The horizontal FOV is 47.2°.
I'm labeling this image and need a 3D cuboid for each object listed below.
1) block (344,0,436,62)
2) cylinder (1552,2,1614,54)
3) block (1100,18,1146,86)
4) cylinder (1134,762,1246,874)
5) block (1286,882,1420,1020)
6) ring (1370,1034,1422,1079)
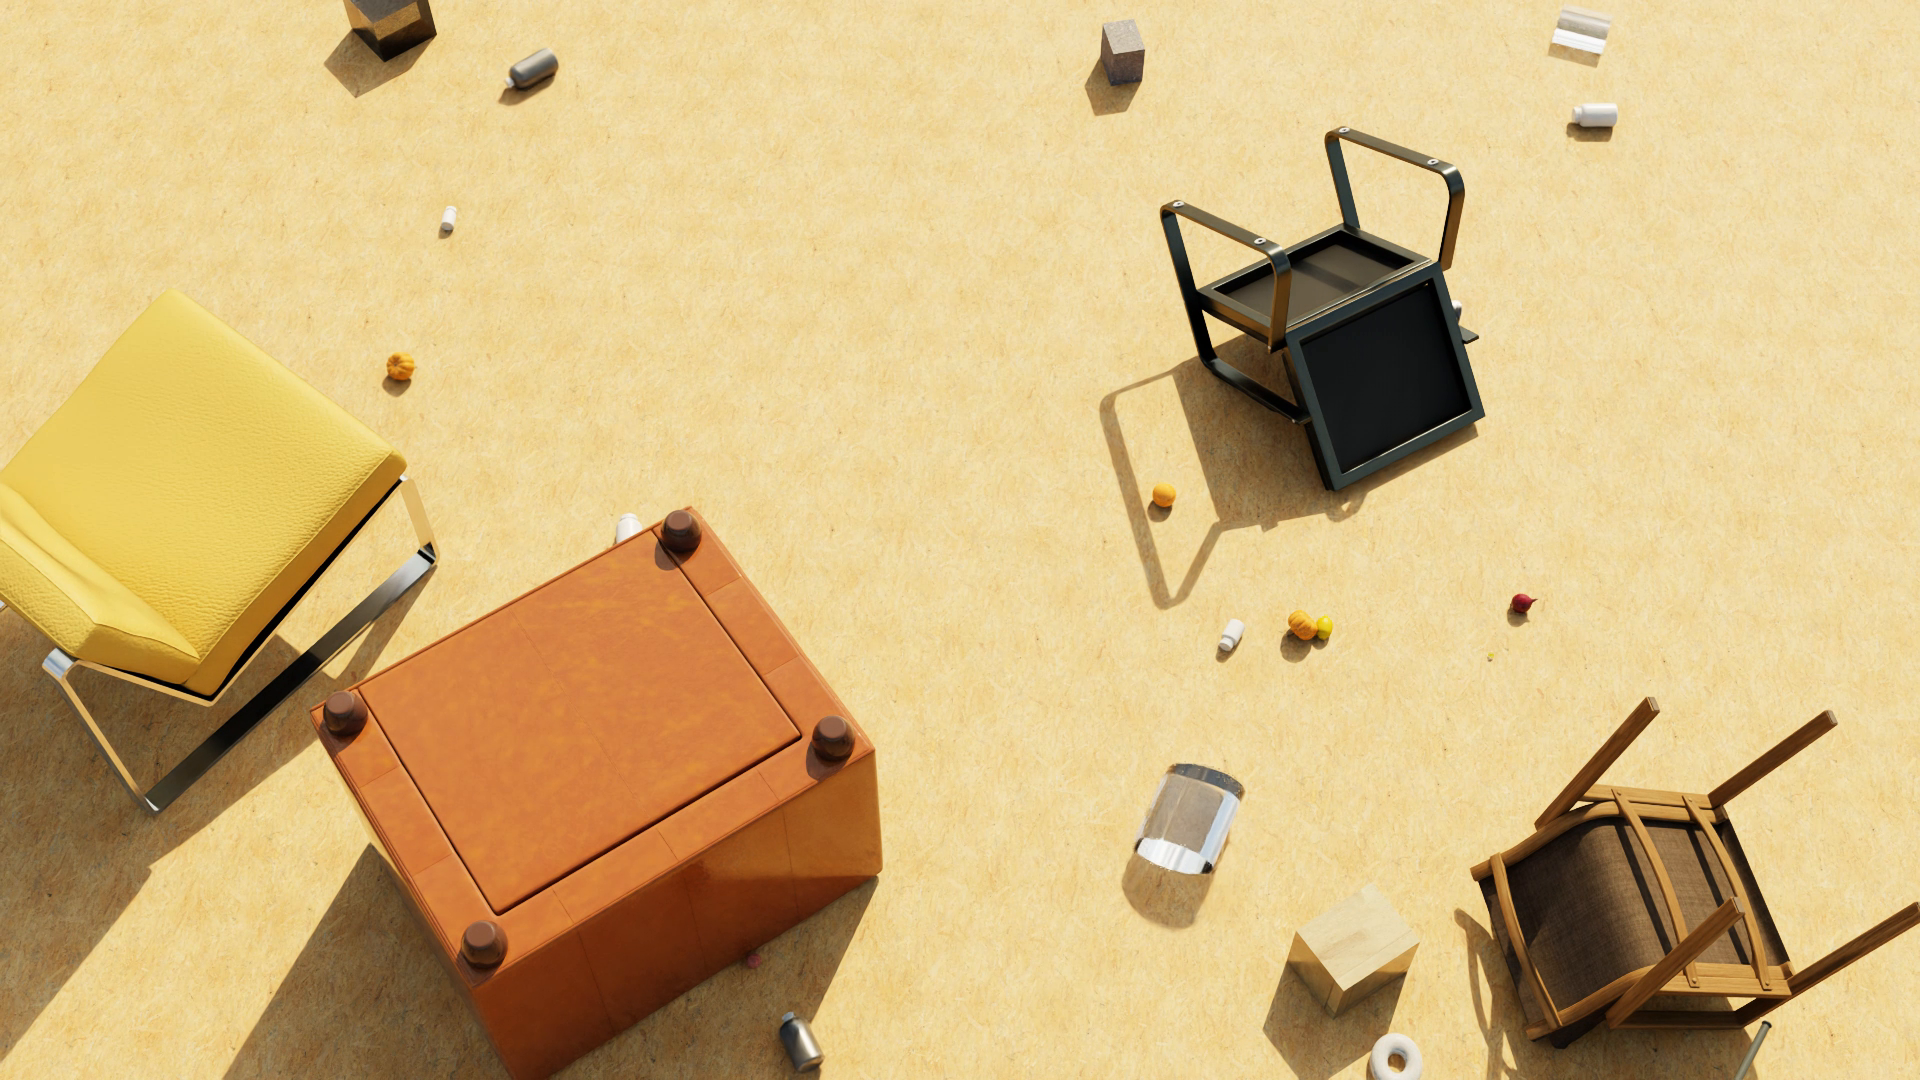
[{"bbox_3d":[-2.001,-1.849,7.706,0.218,0.180,0.220,-35,63,-21],"label":"block"},{"bbox_3d":[2.192,-1.801,7.739,0.176,0.072,0.192,17,60,11],"label":"cylinder"},{"bbox_3d":[0.563,-1.689,7.617,0.112,0.150,0.153,-10,57,-7],"label":"block"},{"bbox_3d":[0.623,0.756,5.970,0.232,0.152,0.252,11,55,28],"label":"cylinder"},{"bbox_3d":[1.024,1.072,5.736,0.251,0.197,0.197,-28,61,-18],"label":"block"},{"bbox_3d":[1.121,1.344,5.647,0.136,0.043,0.161,7,57,3],"label":"ring"}]
